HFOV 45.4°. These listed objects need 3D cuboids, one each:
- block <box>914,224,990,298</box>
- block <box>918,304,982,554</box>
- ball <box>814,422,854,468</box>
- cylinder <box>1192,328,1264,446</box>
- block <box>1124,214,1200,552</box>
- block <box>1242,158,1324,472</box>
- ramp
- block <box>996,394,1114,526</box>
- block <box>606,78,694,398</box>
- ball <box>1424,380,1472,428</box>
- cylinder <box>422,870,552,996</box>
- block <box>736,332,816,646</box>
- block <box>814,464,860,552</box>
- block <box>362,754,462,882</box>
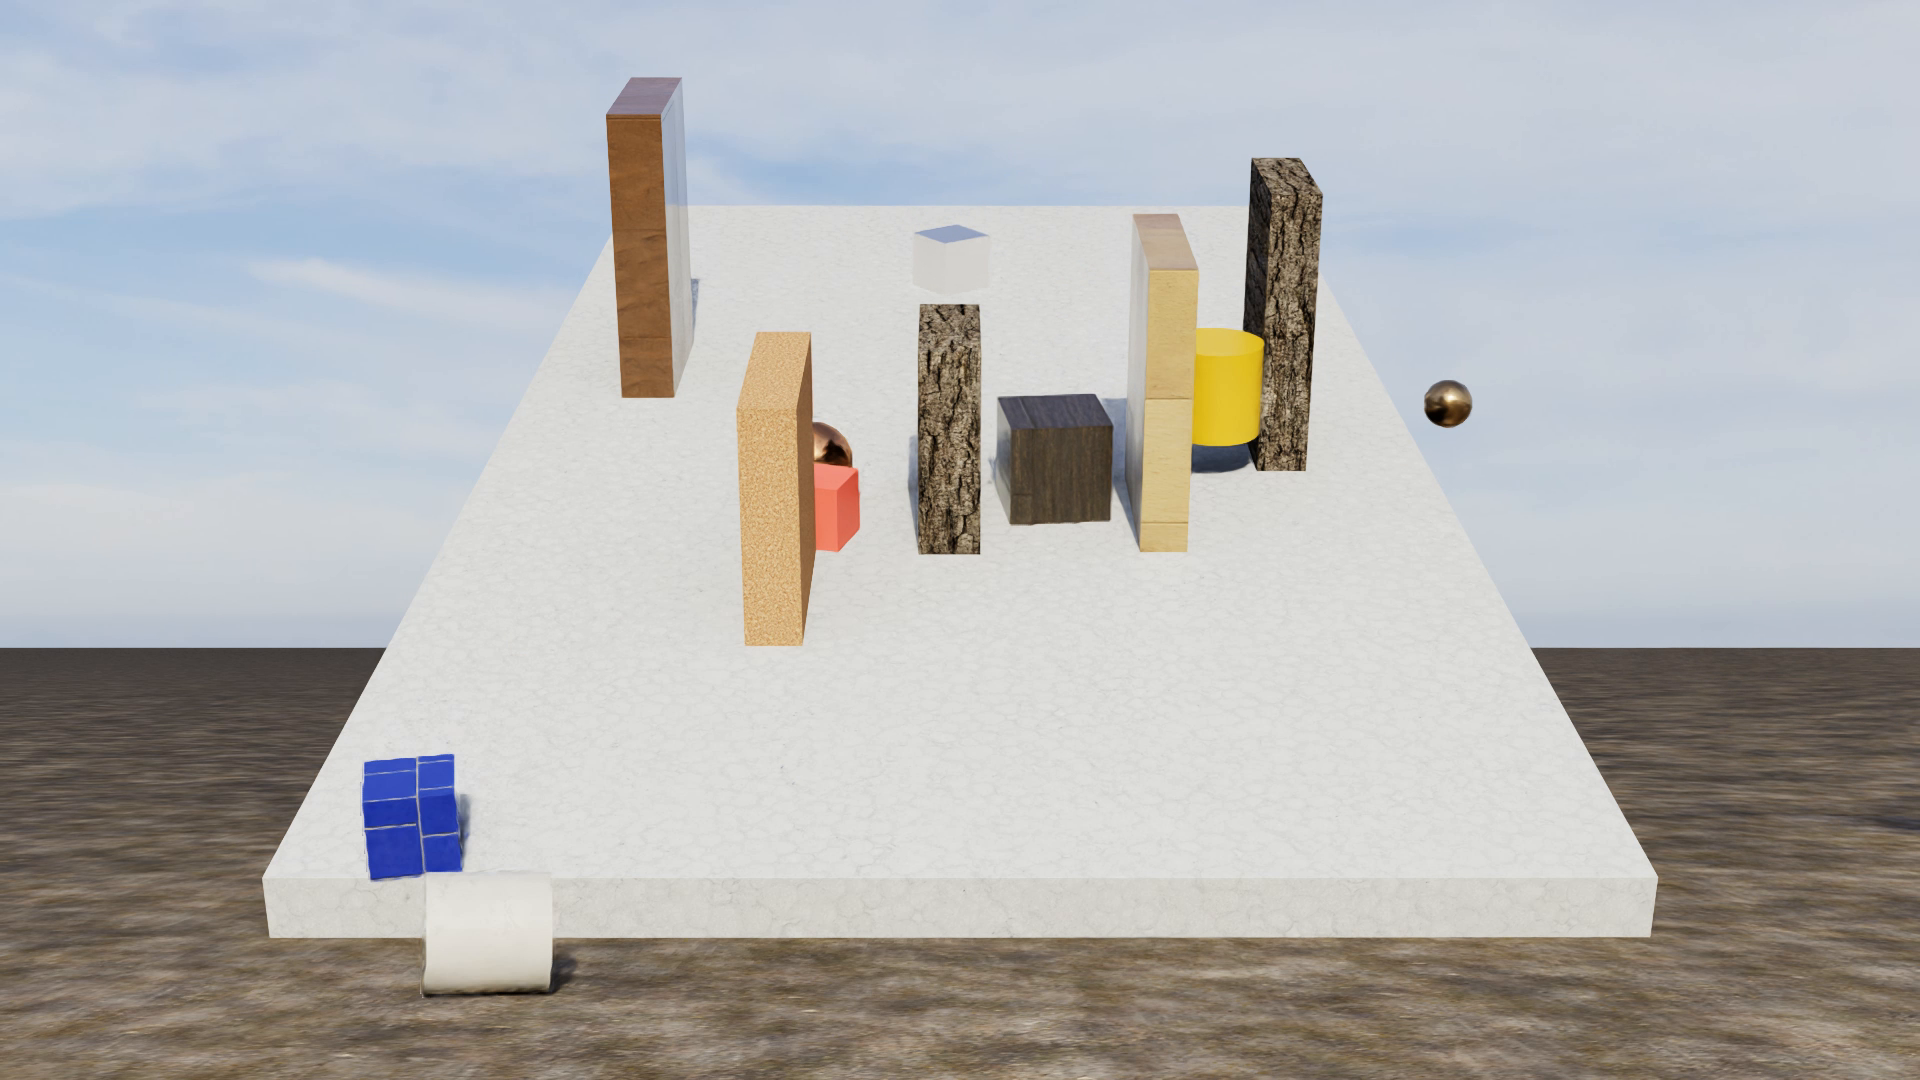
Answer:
[{"bbox_3d":[-0.022,-0.746,6.131,0.146,0.146,0.146,-15,27,-33],"label":"block"},{"bbox_3d":[-0.020,-0.220,4.488,0.119,0.406,0.321,0,22,0],"label":"block"},{"bbox_3d":[-0.300,-0.156,4.644,0.169,0.169,0.169,0,-3,0],"label":"ball"},{"bbox_3d":[0.530,-0.320,4.774,0.193,0.193,0.193,0,23,0],"label":"cylinder"},{"bbox_3d":[0.392,-0.316,4.520,0.091,0.560,0.425,0,22,0],"label":"block"},{"bbox_3d":[0.678,-0.483,4.890,0.104,0.594,0.335,0,22,0],"label":"block"},{"bbox_3d":[-0.007,-0.221,5.164,2.000,0.100,4.000,0,22,0],"label":"ramp"},{"bbox_3d":[0.187,-0.164,4.620,0.202,0.202,0.202,-3,22,-7],"label":"block"},{"bbox_3d":[-0.718,-0.711,5.364,0.121,0.655,0.431,0,22,0],"label":"block"},{"bbox_3d":[1.156,-0.323,5.442,0.114,0.114,0.114,0,-3,0],"label":"ball"},{"bbox_3d":[-0.573,0.475,2.782,0.146,0.146,0.146,1,-3,-14],"label":"cylinder"},{"bbox_3d":[-0.327,-0.101,4.148,0.101,0.438,0.443,0,22,0],"label":"block"},{"bbox_3d":[-0.277,-0.066,4.475,0.128,0.128,0.128,7,23,16],"label":"block"},{"bbox_3d":[-0.791,0.400,3.323,0.128,0.128,0.128,-4,22,-11],"label":"block"}]
